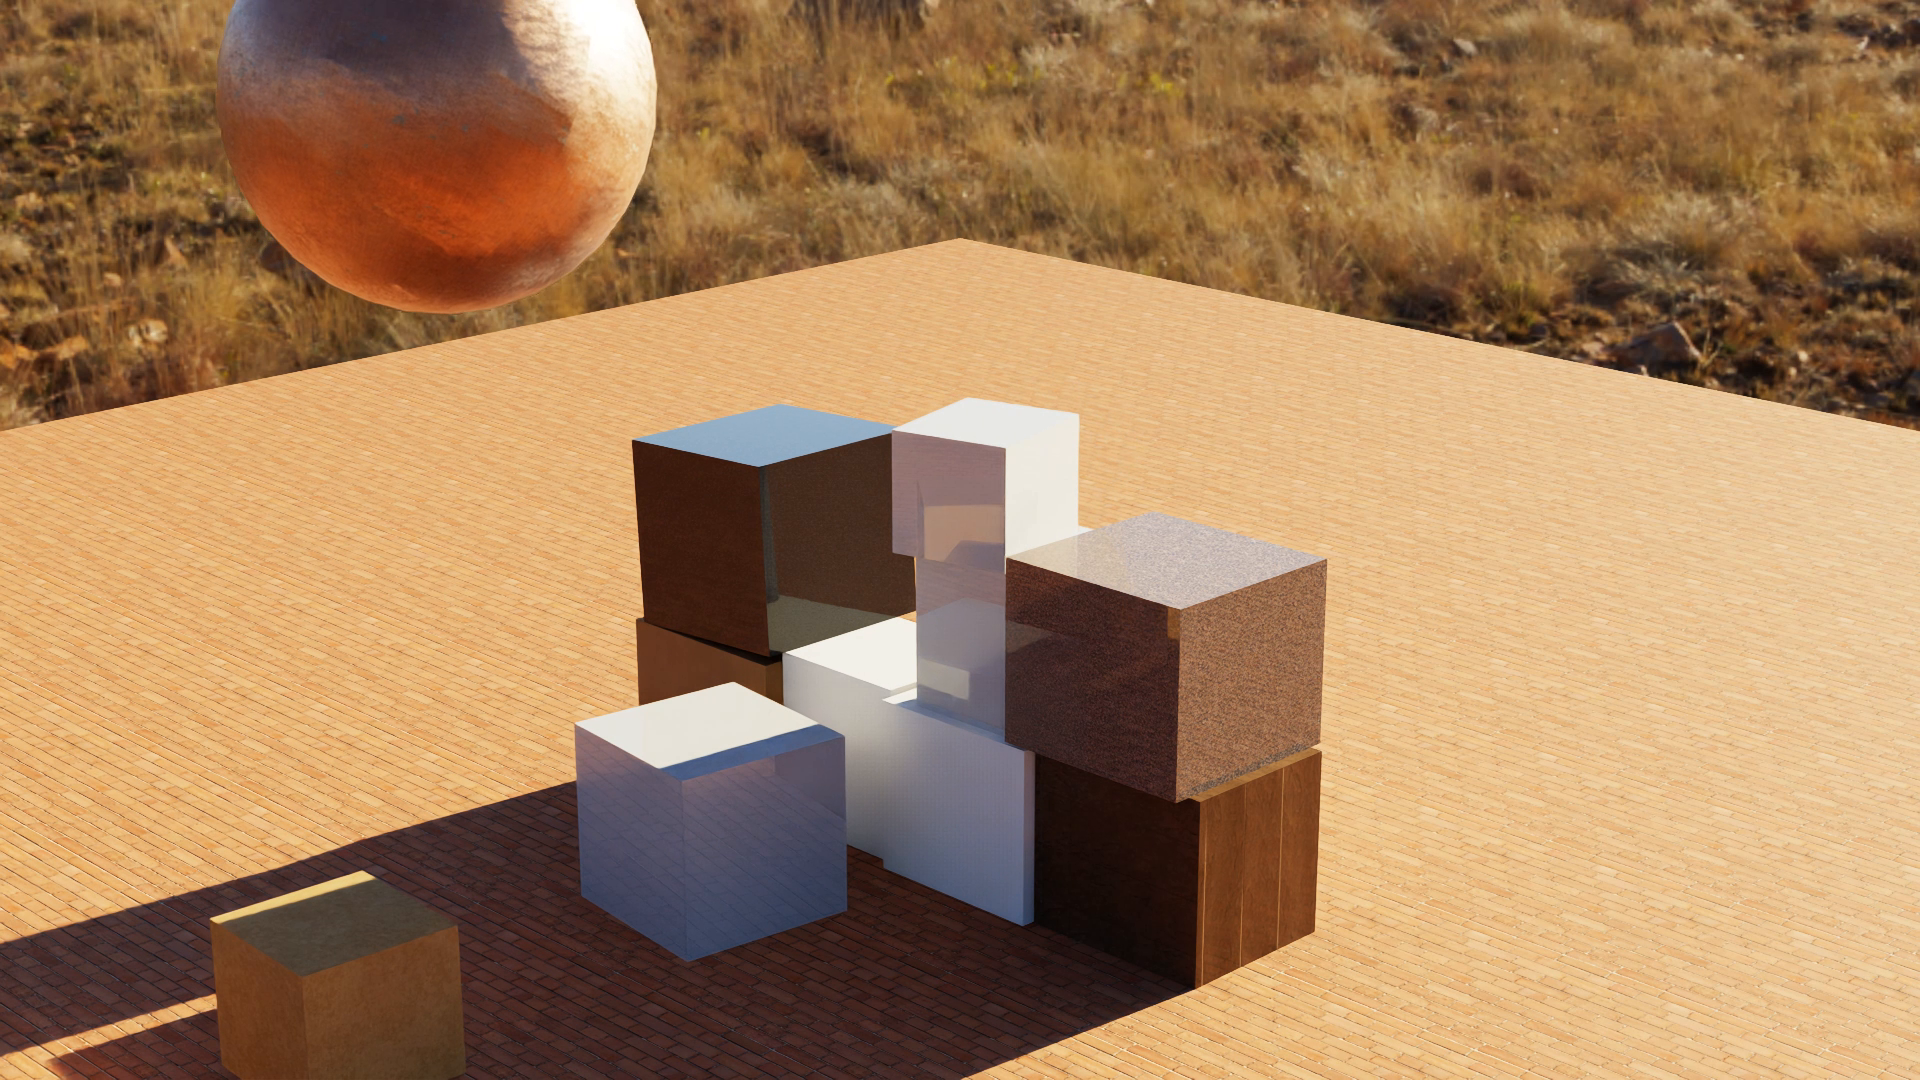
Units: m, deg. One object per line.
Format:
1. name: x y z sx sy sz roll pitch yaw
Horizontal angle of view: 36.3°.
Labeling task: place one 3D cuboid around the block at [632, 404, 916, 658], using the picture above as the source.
1. block: -0.899 -0.069 14.274 0.958 0.919 0.935 -17 21 -42

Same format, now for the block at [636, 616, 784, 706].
1. block: -0.924 0.774 14.545 0.937 0.801 0.963 -17 24 -42

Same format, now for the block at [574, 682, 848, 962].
1. block: -1.106 1.232 13.032 0.850 0.835 0.870 -13 22 -36

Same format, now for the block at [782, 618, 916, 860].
1. block: -0.317 0.933 13.954 0.732 0.852 0.741 -17 24 -42

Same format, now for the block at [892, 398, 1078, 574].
1. block: 0.115 -0.251 12.944 0.572 0.561 0.648 10 20 29

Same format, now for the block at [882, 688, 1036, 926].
1. block: 0.271 1.121 13.399 0.874 0.827 0.895 -17 24 -42

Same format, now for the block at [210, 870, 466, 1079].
1. block: -2.449 1.798 11.557 0.688 0.640 0.704 -15 23 -40

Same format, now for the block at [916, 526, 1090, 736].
1. block: 0.287 0.375 13.139 0.626 0.752 0.740 17 24 42

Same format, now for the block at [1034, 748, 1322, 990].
1. block: 0.943 1.300 12.789 0.805 0.850 0.936 -17 24 -42

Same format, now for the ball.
1. ball: -1.921 -1.637 10.814 1.600 1.600 1.600 0 17 0

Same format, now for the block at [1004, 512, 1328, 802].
1. block: 0.878 0.477 12.587 0.981 0.842 0.952 17 24 42
